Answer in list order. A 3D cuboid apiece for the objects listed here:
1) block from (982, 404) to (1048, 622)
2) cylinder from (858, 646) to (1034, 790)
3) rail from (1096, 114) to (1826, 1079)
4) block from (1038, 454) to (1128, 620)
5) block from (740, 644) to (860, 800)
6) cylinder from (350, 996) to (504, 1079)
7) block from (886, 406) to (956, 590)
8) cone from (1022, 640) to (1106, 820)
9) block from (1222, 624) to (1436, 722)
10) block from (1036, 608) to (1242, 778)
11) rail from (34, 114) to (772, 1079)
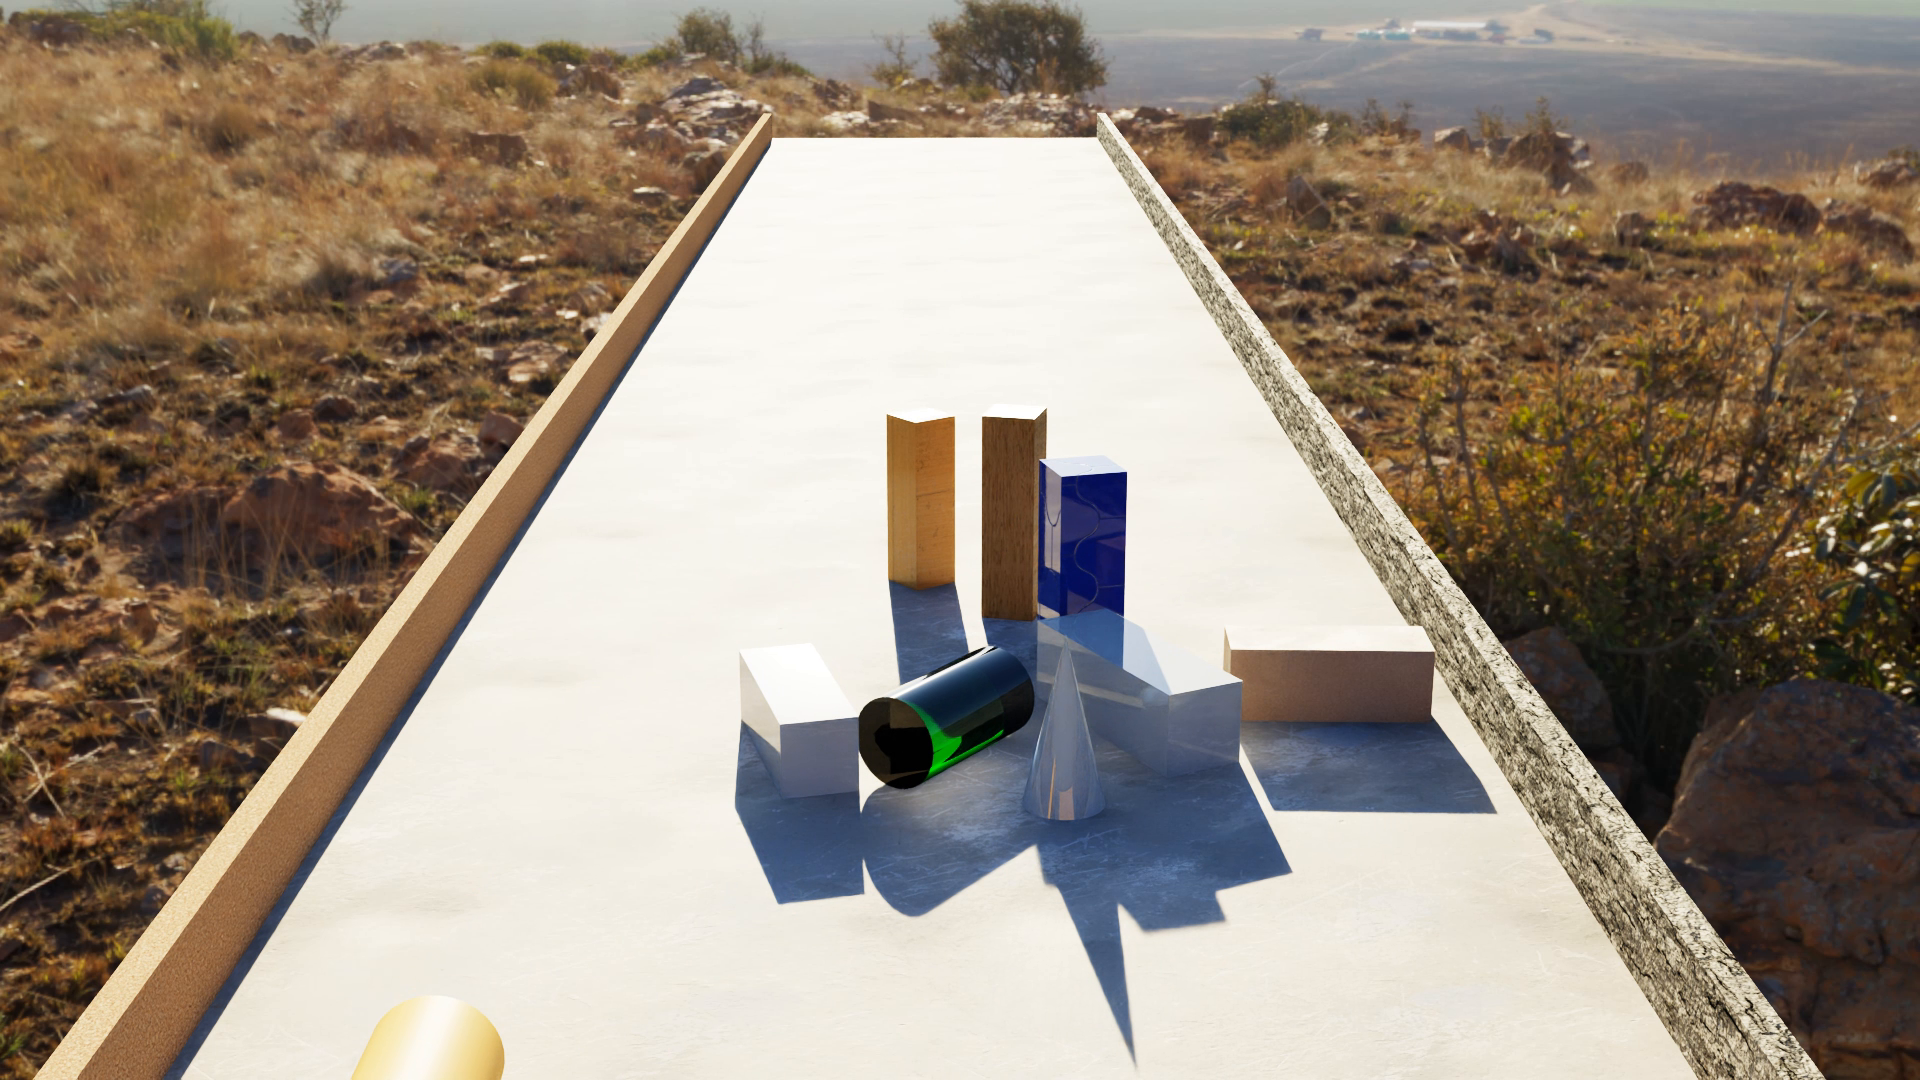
[{"bbox_3d":[0.114,-0.058,4.650,0.113,0.440,0.113,4,17,15],"label":"block"},{"bbox_3d":[-0.023,0.311,3.891,0.166,0.166,0.316,11,20,33],"label":"cylinder"},{"bbox_3d":[0.932,-0.844,7.801,0.050,0.150,12.000,0,17,-1],"label":"rail"},{"bbox_3d":[0.243,0.040,4.405,0.137,0.391,0.137,-5,17,-16],"label":"block"},{"bbox_3d":[-0.290,0.317,3.922,0.136,0.136,0.392,-5,17,-15],"label":"block"},{"bbox_3d":[-0.652,0.700,2.576,0.169,0.169,0.376,0,17,-1],"label":"cylinder"},{"bbox_3d":[-0.086,-0.092,4.867,0.108,0.381,0.108,-12,21,-36],"label":"block"},{"bbox_3d":[0.176,0.302,3.685,0.142,0.300,0.142,0,17,0],"label":"cone"},{"bbox_3d":[0.689,0.250,4.137,0.375,0.141,0.141,0,17,2],"label":"block"},{"bbox_3d":[0.322,0.273,4.039,0.153,0.153,0.456,-9,19,-27],"label":"block"},{"bbox_3d":[-1.118,-0.838,7.780,0.050,0.150,12.000,0,17,-1],"label":"rail"}]
